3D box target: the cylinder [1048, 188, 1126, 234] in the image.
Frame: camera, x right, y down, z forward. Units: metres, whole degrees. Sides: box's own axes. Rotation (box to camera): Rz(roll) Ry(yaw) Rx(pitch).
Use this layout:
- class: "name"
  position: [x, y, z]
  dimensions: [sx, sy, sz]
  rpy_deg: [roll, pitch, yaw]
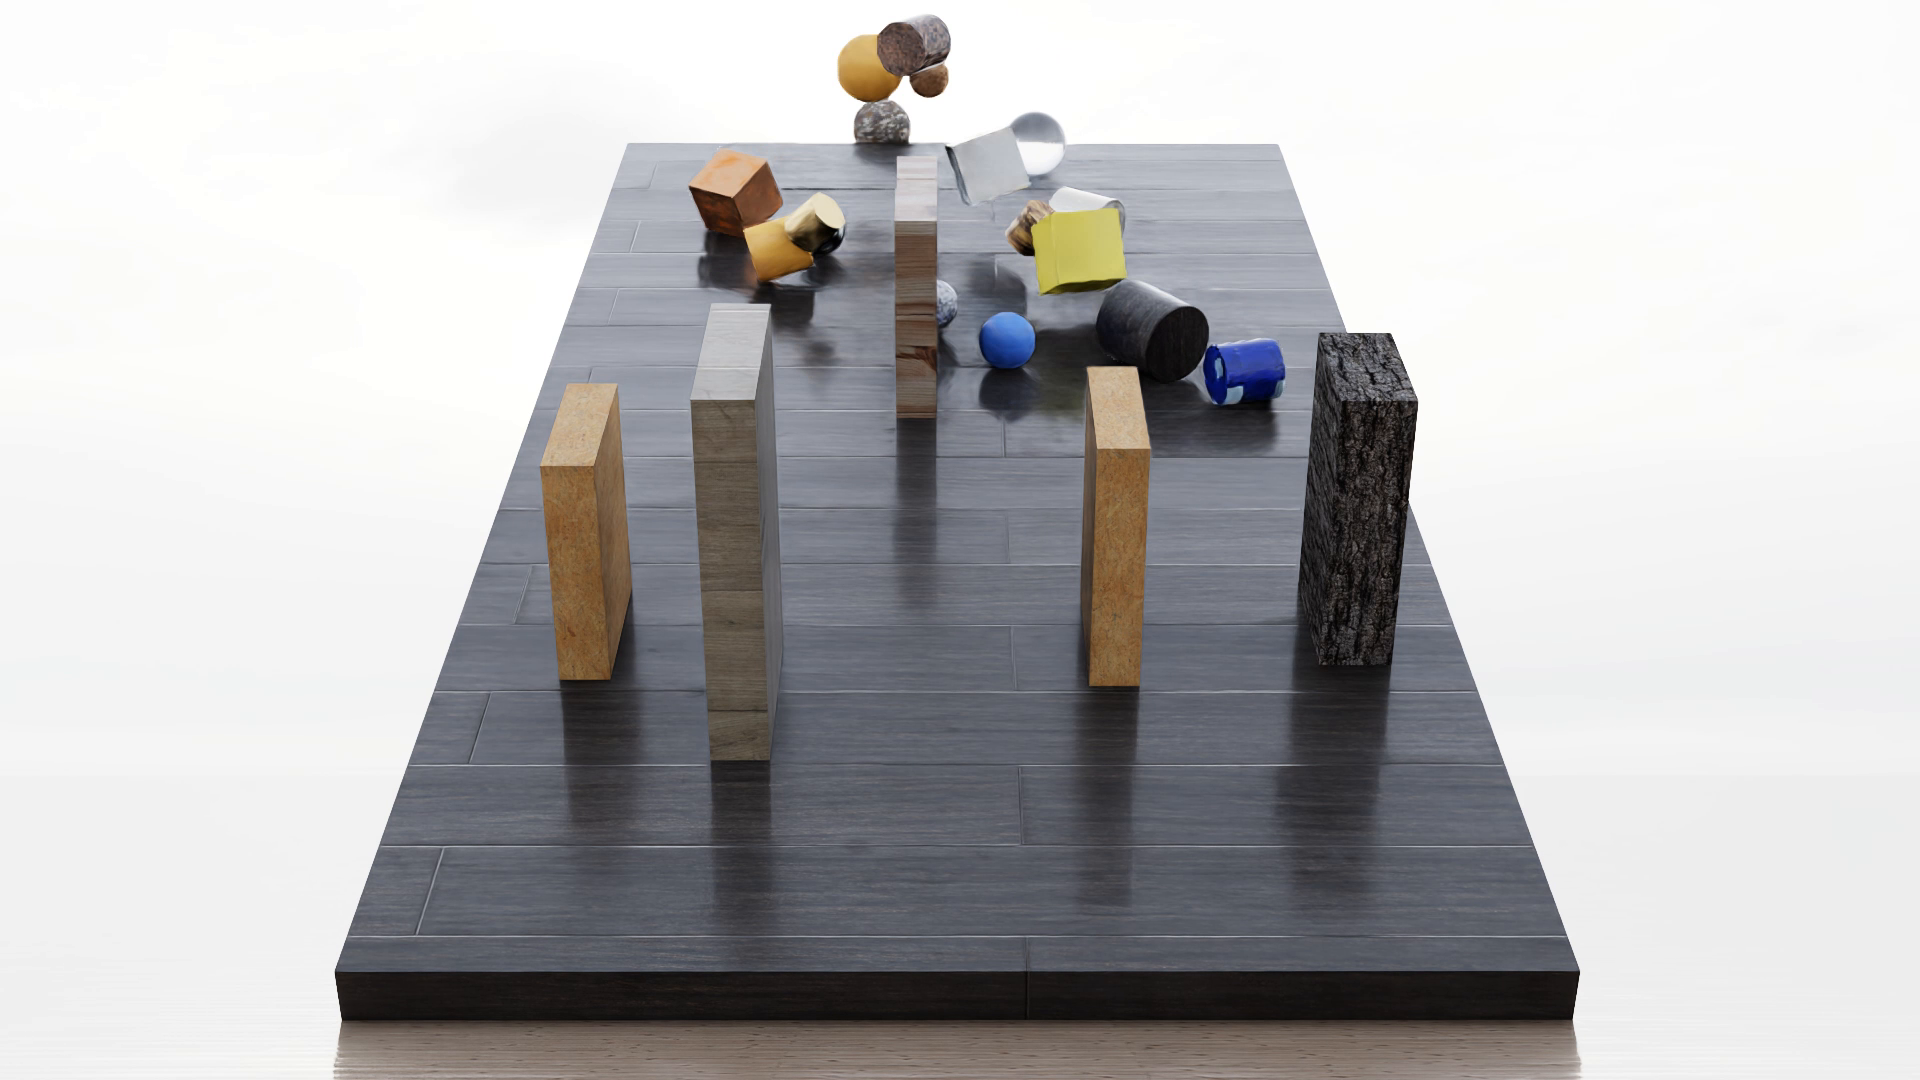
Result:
- class: "cylinder"
  position: [0.341, -0.869, 6.546]
  dimensions: [0.160, 0.160, 0.160]
  rpy_deg: [19, 5, 31]

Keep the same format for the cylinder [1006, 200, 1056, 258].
- class: "cylinder"
  position: [0.192, -0.816, 6.272]
  dimensions: [0.106, 0.106, 0.106]
  rpy_deg: [4, -39, -38]

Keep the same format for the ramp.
- class: "ramp"
  position: [-0.012, -0.220, 5.622]
  dimensions: [2.000, 0.100, 4.000]
  rpy_deg: [0, 29, 0]

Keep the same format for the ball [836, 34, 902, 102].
- class: "ball"
  position: [-0.263, -1.379, 6.995]
  dimensions: [0.199, 0.199, 0.199]
  rpy_deg: [0, -5, 0]

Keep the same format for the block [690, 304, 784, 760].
- class: "block"
  position: [-0.401, -0.016, 4.380]
  dimensions: [0.108, 0.727, 0.414]
  rpy_deg: [0, 29, 0]

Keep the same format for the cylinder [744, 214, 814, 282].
- class: "cylinder"
  position: [-0.479, -0.774, 6.341]
  dimensions: [0.148, 0.148, 0.148]
  rpy_deg: [-17, -6, 0]

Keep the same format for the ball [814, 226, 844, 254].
- class: "ball"
  position: [-0.377, -0.840, 6.525]
  dimensions: [0.124, 0.124, 0.124]
  rpy_deg: [0, -5, 0]

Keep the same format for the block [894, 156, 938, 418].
- class: "block"
  position: [-0.103, -0.607, 5.712]
  dimensions: [0.095, 0.493, 0.430]
  rpy_deg: [0, 29, 0]

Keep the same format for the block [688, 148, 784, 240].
- class: "block"
  position: [-0.621, -0.961, 6.651]
  dimensions: [0.162, 0.162, 0.162]
  rpy_deg: [19, -32, 31]

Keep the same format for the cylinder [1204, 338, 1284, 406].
- class: "cylinder"
  position: [0.676, -0.401, 5.699]
  dimensions: [0.146, 0.146, 0.146]
  rpy_deg: [-9, -3, -15]

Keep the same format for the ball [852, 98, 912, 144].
- class: "ball"
  position: [-0.243, -1.277, 7.425]
  dimensions: [0.184, 0.184, 0.184]
  rpy_deg: [0, -5, 0]

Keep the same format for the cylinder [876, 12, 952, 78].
- class: "cylinder"
  position: [-0.127, -1.375, 6.650]
  dimensions: [0.153, 0.153, 0.153]
  rpy_deg: [-3, 19, 30]

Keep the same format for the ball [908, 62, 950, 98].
- class: "ball"
  position: [-0.090, -1.349, 6.975]
  dimensions: [0.120, 0.120, 0.120]
  rpy_deg: [0, -5, 0]

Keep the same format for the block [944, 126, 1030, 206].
- class: "block"
  position: [0.075, -1.026, 6.560]
  dimensions: [0.171, 0.171, 0.171]
  rpy_deg: [-20, 12, -4]

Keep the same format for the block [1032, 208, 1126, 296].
- class: "block"
  position: [0.303, -0.735, 6.110]
  dimensions: [0.179, 0.179, 0.179]
  rpy_deg: [-7, -2, -14]

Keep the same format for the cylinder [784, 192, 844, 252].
- class: "cylinder"
  position: [-0.378, -0.824, 6.219]
  dimensions: [0.110, 0.110, 0.110]
  rpy_deg: [6, -34, -47]

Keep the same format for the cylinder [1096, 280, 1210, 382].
- class: "cylinder"
  position: [0.470, -0.511, 5.850]
  dimensions: [0.196, 0.196, 0.196]
  rpy_deg: [5, 20, -41]

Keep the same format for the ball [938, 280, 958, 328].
- class: "ball"
  position: [-0.067, -0.594, 6.035]
  dimensions: [0.125, 0.125, 0.125]
  rpy_deg: [0, -5, 0]

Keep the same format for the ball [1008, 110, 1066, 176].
- class: "ball"
  position: [0.221, -1.172, 7.070]
  dimensions: [0.190, 0.190, 0.190]
  rpy_deg: [0, -5, 0]

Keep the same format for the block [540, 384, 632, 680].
- class: "block"
  position: [-0.723, -0.020, 4.663]
  dimensions: [0.098, 0.461, 0.360]
  rpy_deg: [0, 29, 0]

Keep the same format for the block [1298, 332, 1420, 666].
- class: "block"
  position: [0.771, -0.081, 4.671]
  dimensions: [0.142, 0.568, 0.314]
  rpy_deg: [0, 29, 0]

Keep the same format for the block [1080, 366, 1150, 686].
- class: "block"
  position: [0.297, -0.029, 4.636]
  dimensions: [0.097, 0.508, 0.359]
  rpy_deg: [0, 29, 0]

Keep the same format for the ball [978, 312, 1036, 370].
- class: "ball"
  position: [0.116, -0.488, 5.865]
  dimensions: [0.140, 0.140, 0.140]
  rpy_deg: [0, -5, 0]
